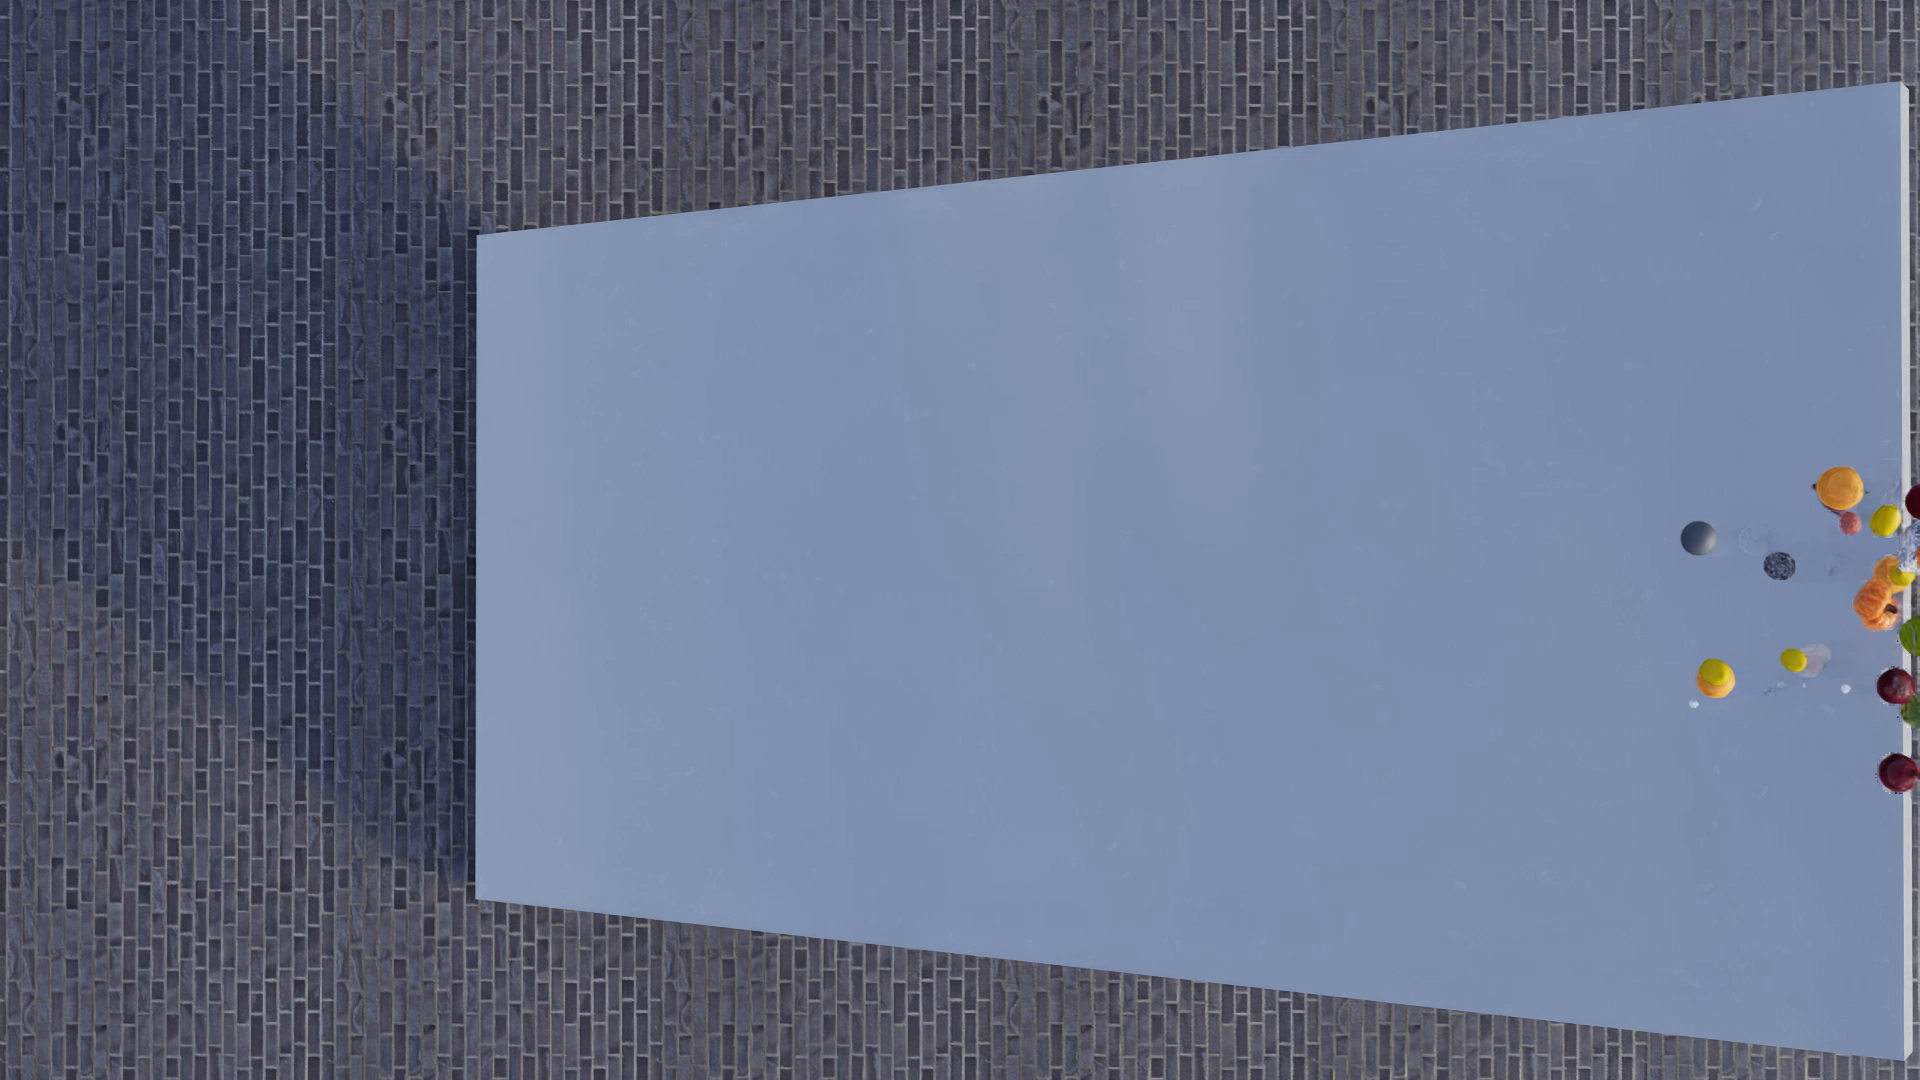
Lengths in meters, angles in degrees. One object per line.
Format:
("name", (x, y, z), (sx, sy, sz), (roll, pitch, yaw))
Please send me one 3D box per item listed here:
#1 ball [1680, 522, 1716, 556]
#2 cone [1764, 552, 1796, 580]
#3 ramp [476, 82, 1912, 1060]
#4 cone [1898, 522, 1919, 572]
("ball", (1.499, -0.003, 4.461), (0.070, 0.070, 0.070), (0, 89, 0))
("cone", (1.620, 0.062, 4.350), (0.059, 0.059, 0.059), (-6, 67, 15))
("ramp", (0.260, 0.071, 5.600), (4.000, 0.100, 2.000), (0, 89, 32))
("cone", (1.594, 0.033, 3.678), (0.096, 0.096, 0.096), (-30, 89, -29))
